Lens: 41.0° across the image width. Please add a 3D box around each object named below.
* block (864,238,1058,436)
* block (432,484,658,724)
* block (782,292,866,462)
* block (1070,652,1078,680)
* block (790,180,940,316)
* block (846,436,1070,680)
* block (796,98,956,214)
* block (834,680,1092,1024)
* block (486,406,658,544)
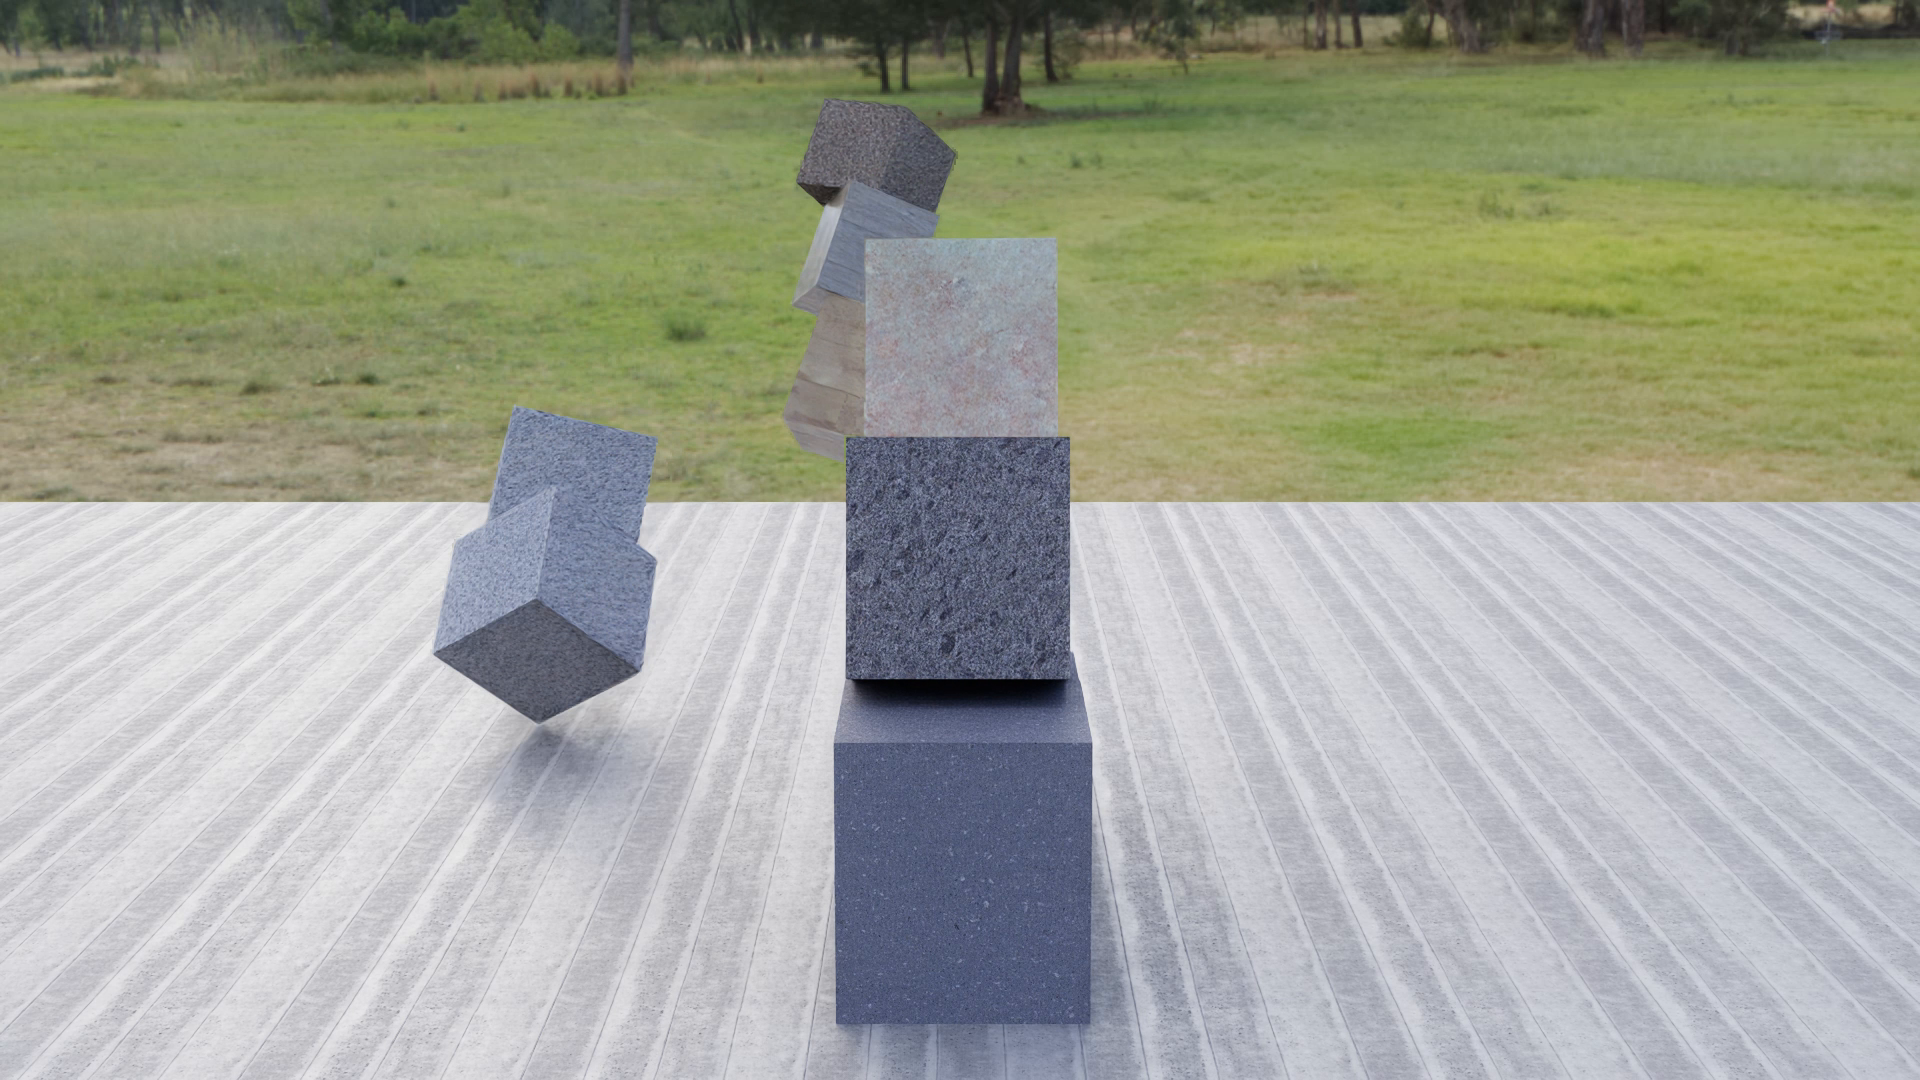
[{"bbox_3d":[0.021,-0.820,11.506,0.831,0.903,0.869,0,-5,2],"label":"block"},{"bbox_3d":[-2.230,0.354,13.853,0.789,0.786,0.778,-27,-48,30],"label":"block"},{"bbox_3d":[-0.486,-0.839,14.332,0.696,0.743,0.700,17,-11,10],"label":"block"},{"bbox_3d":[0.013,1.062,11.016,0.985,0.968,1.001,0,10,0],"label":"block"},{"bbox_3d":[-0.539,-1.574,14.478,0.533,0.637,0.604,21,-11,-14],"label":"block"},{"bbox_3d":[-0.004,0.098,10.406,0.867,0.936,1.004,0,-3,0],"label":"block"},{"bbox_3d":[-0.480,-2.134,14.713,0.568,0.531,0.597,11,-13,31],"label":"block"},{"bbox_3d":[0.011,1.189,9.994,0.952,1.086,0.995,0,10,0],"label":"block"},{"bbox_3d":[-2.259,-0.169,14.651,0.820,0.771,0.894,13,-21,-11],"label":"block"}]
